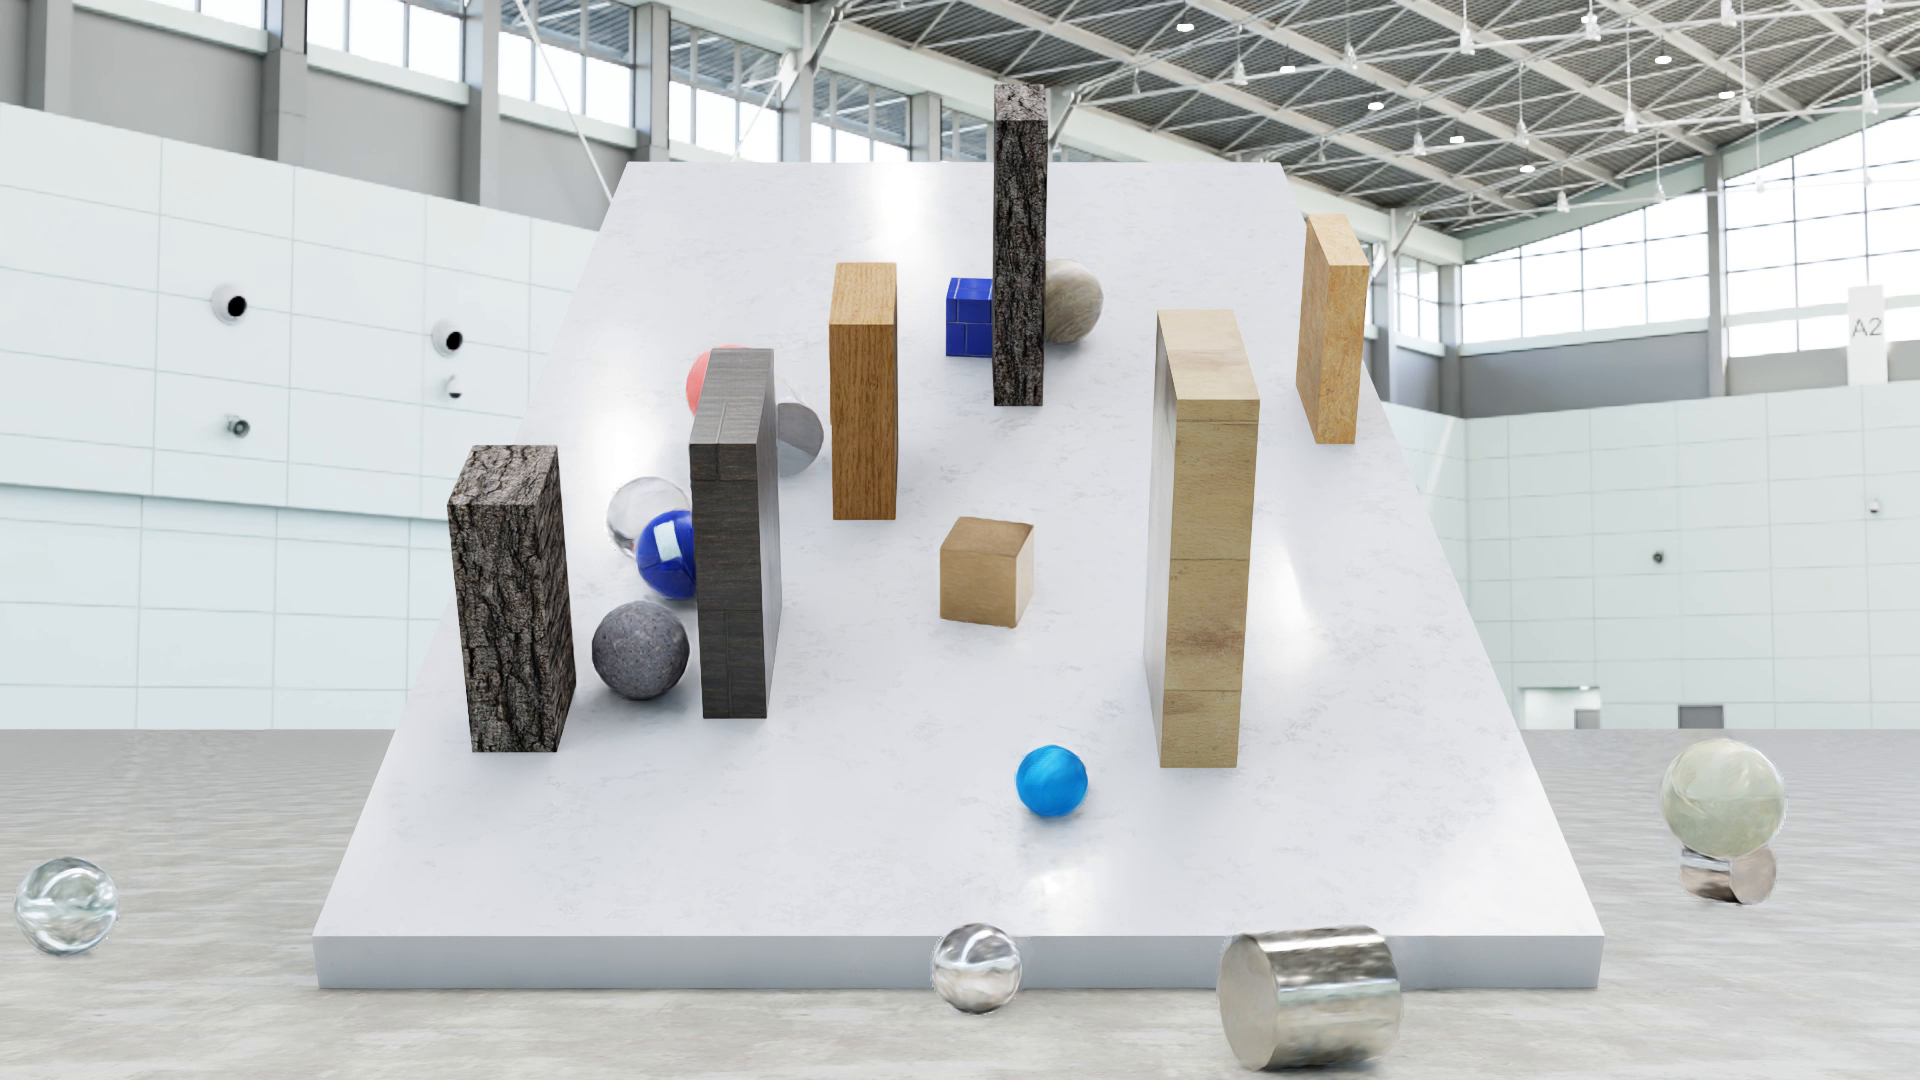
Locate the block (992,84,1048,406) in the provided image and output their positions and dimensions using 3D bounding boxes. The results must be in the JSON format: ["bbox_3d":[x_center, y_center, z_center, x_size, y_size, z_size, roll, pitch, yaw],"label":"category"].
[{"bbox_3d":[0.137,-0.687,5.506,0.115,0.686,0.298,0,26,0],"label":"block"}]

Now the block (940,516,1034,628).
[{"bbox_3d":[0.053,0.061,4.593,0.152,0.152,0.152,7,27,13],"label":"block"}]

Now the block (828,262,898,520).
[{"bbox_3d":[-0.202,-0.322,5.043,0.131,0.440,0.372,0,26,0],"label":"block"}]

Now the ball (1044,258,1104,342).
[{"bbox_3d":[0.253,-0.596,5.863,0.208,0.208,0.208,0,-4,0],"label":"ball"}]

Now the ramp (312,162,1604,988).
[{"bbox_3d":[-0.010,-0.228,5.464,2.000,0.100,4.000,0,26,0],"label":"ramp"}]

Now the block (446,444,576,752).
[{"bbox_3d":[-0.780,0.103,4.134,0.148,0.481,0.243,0,26,0],"label":"block"}]

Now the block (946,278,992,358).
[{"bbox_3d":[0.047,-0.549,5.831,0.151,0.151,0.151,2,26,4],"label":"block"}]

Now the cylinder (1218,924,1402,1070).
[{"bbox_3d":[0.422,0.552,2.857,0.162,0.162,0.162,-1,-4,-19],"label":"cylinder"}]

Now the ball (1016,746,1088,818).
[{"bbox_3d":[0.153,0.403,3.938,0.120,0.120,0.120,0,-4,0],"label":"ball"}]

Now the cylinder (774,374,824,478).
[{"bbox_3d":[-0.412,-0.254,5.200,0.177,0.177,0.177,2,24,-24],"label":"cylinder"}]

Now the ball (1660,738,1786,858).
[{"bbox_3d":[1.296,0.440,4.012,0.203,0.203,0.203,0,-4,0],"label":"ball"}]

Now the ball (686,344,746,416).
[{"bbox_3d":[-0.519,-0.340,5.340,0.205,0.205,0.205,0,-4,0],"label":"ball"}]

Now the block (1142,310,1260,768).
[{"bbox_3d":[0.413,-0.005,4.120,0.133,0.692,0.407,0,26,0],"label":"block"}]

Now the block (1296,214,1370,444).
[{"bbox_3d":[0.848,-0.486,5.399,0.088,0.426,0.353,0,26,0],"label":"block"}]

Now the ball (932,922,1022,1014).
[{"bbox_3d":[0.024,0.612,3.377,0.130,0.130,0.130,0,-4,0],"label":"ball"}]

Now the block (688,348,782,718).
[{"bbox_3d":[-0.404,-0.018,4.314,0.115,0.540,0.439,0,26,0],"label":"block"}]

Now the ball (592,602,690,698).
[{"bbox_3d":[-0.580,0.199,4.282,0.177,0.177,0.177,0,-4,0],"label":"ball"}]

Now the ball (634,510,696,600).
[{"bbox_3d":[-0.548,0.028,4.621,0.177,0.177,0.177,0,-4,0],"label":"ball"}]

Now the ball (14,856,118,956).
[{"bbox_3d":[-1.597,0.654,4.217,0.175,0.175,0.175,0,-4,0],"label":"ball"}]

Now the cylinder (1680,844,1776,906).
[{"bbox_3d":[1.767,0.756,5.434,0.151,0.151,0.151,2,-2,-29],"label":"cylinder"}]

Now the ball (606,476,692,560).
[{"bbox_3d":[-0.627,-0.042,4.772,0.176,0.176,0.176,0,-4,0],"label":"ball"}]
